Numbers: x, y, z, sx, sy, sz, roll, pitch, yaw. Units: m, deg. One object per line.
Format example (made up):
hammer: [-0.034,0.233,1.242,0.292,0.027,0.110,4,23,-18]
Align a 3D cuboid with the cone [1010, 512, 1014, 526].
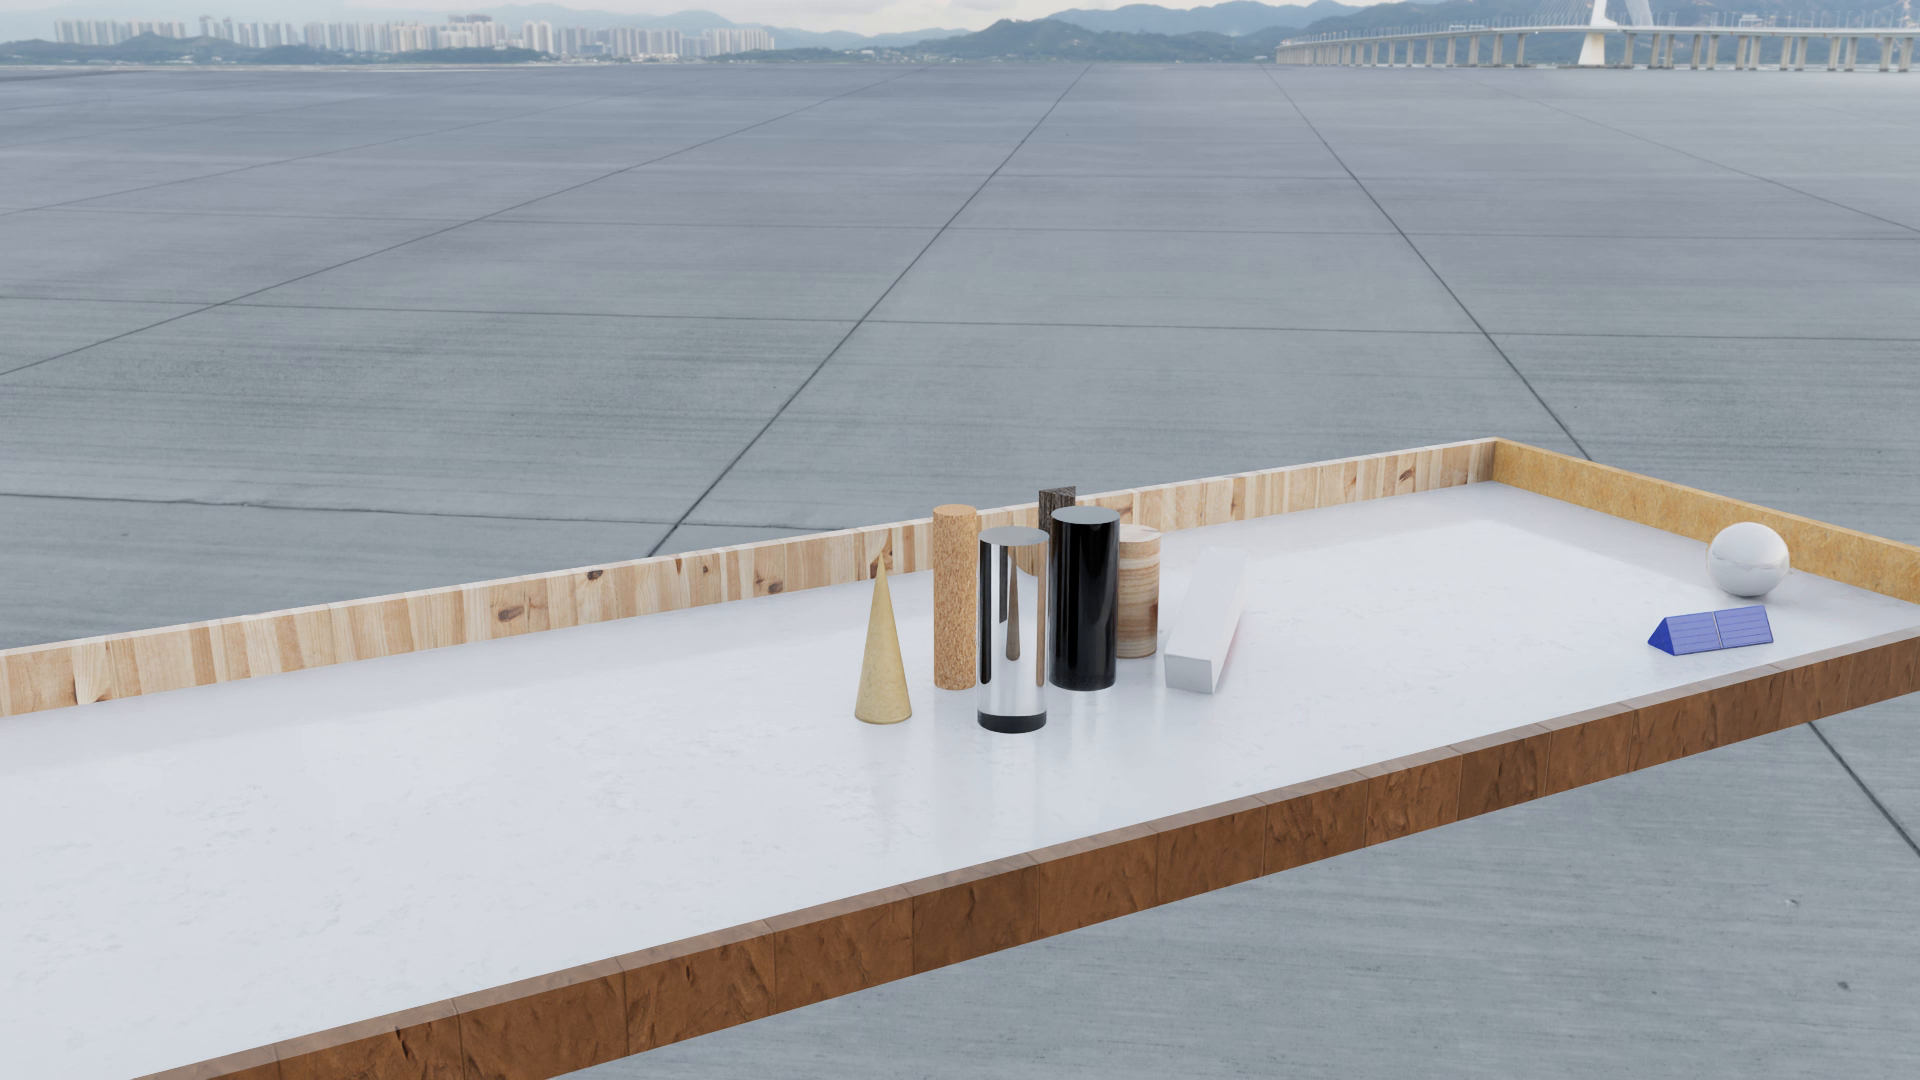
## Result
cone: [0.137,0.102,4.337,0.106,0.379,0.106,0,16,0]

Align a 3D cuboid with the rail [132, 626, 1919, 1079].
rail: [-2.336,1.006,1.665,12.000,0.150,0.050,-9,18,-27]

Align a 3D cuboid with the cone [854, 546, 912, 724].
cone: [-0.183,0.214,3.884,0.138,0.418,0.138,0,16,0]

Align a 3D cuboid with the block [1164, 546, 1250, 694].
block: [0.630,0.198,4.181,0.119,0.119,0.410,8,43,20]

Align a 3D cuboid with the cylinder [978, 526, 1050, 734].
cylinder: [0.123,0.208,3.840,0.165,0.454,0.165,0,16,0]

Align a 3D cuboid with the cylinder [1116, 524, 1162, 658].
cylinder: [0.438,0.134,4.337,0.171,0.317,0.171,0,16,0]

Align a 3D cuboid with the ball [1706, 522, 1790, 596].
ball: [2.283,0.056,4.779,0.216,0.216,0.216,0,16,0]

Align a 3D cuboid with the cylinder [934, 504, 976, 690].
cylinder: [-0.012,0.142,4.074,0.106,0.449,0.106,0,16,0]

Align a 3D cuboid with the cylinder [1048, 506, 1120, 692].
cylinder: [0.308,0.144,4.100,0.170,0.430,0.170,0,16,0]

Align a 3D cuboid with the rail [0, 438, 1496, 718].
rail: [-3.305,0.497,3.399,12.000,0.150,0.050,-9,18,-27]

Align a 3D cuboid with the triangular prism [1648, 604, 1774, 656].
triangular prism: [2.009,0.231,4.401,0.325,0.089,0.102,-5,18,-18]

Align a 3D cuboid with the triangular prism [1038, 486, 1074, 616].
triangular prism: [0.292,0.033,4.609,0.115,0.357,0.099,11,20,33]

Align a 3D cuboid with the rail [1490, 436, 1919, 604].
rail: [2.466,-0.048,5.253,0.050,0.150,2.100,-9,18,-27]
